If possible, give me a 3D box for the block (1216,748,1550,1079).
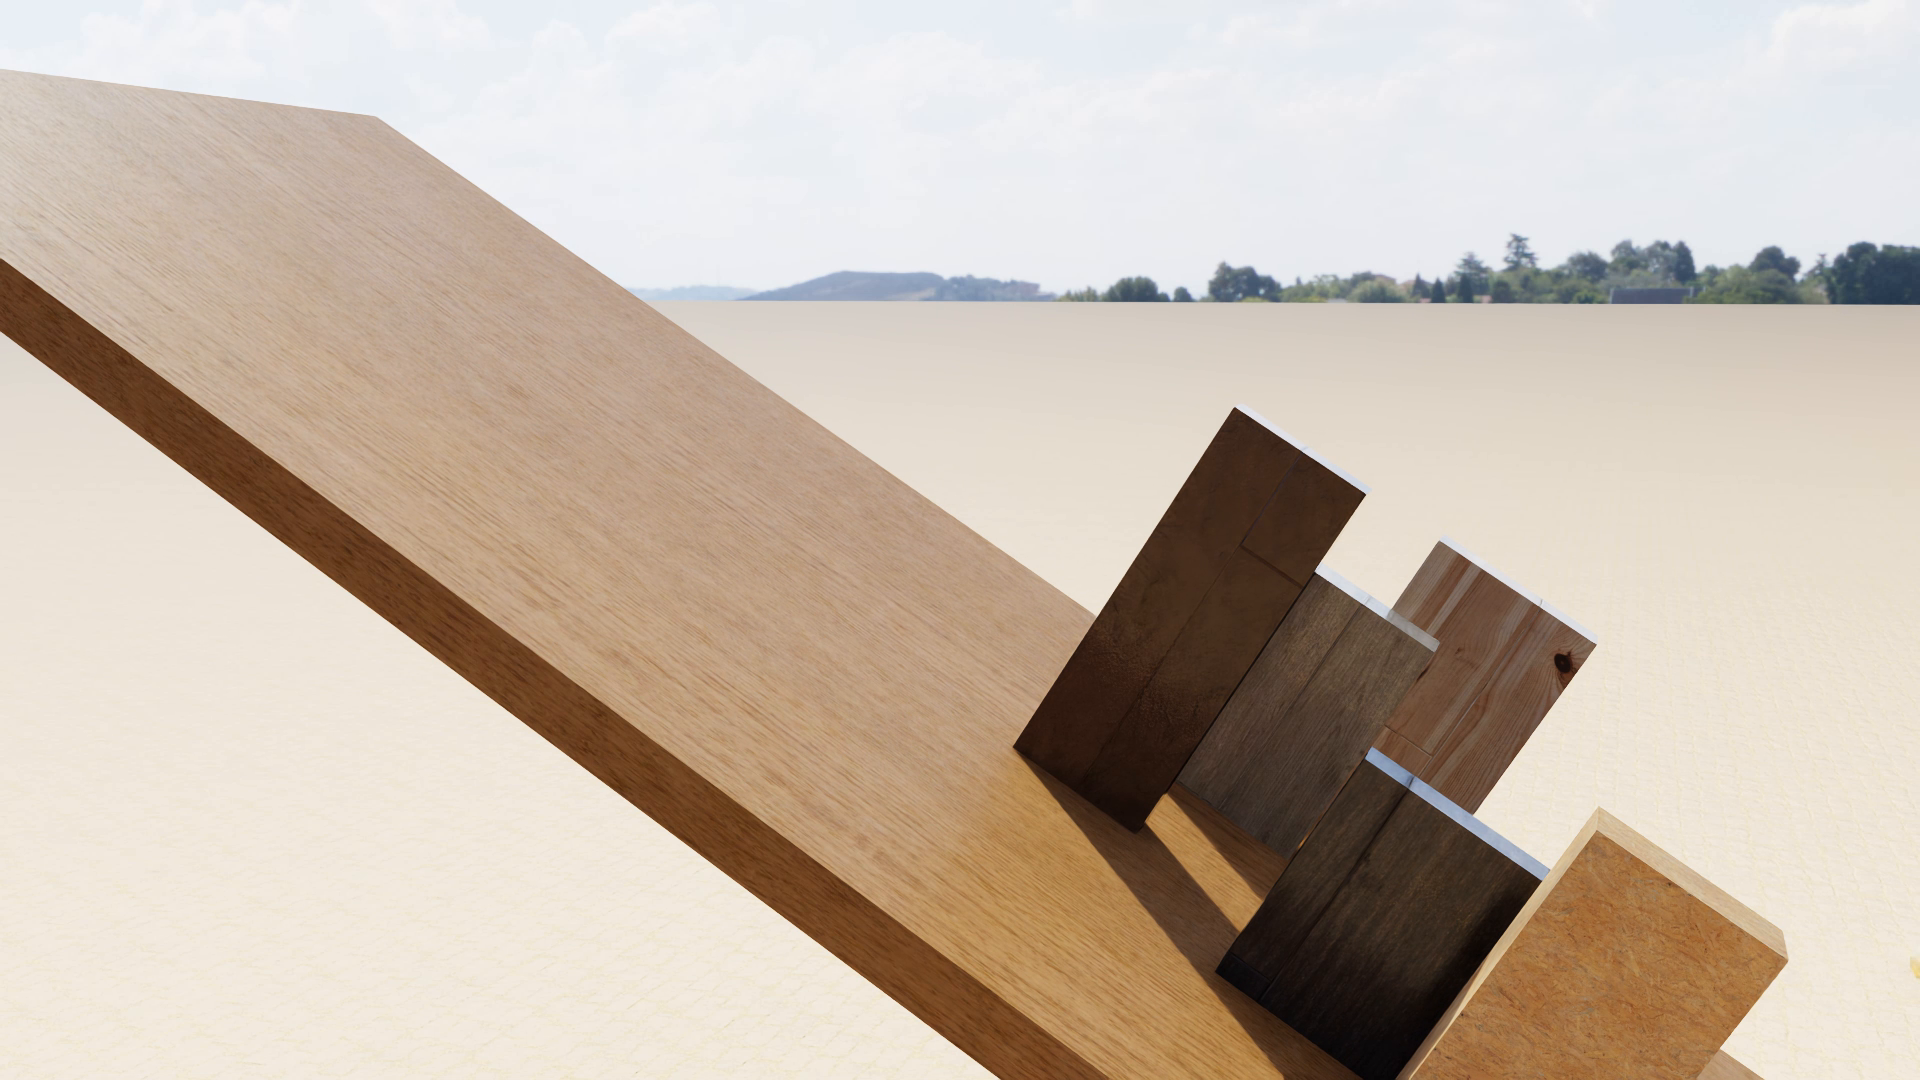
[{"bbox_3d":[0.682,0.616,3.497,0.366,0.433,0.094,35,15,11],"label":"block"}]

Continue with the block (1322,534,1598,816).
[{"bbox_3d":[0.990,0.352,4.593,0.376,0.617,0.115,35,15,11],"label":"block"}]

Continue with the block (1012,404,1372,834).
[{"bbox_3d":[0.403,0.142,3.869,0.269,0.732,0.089,35,15,11],"label":"block"}]

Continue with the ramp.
[{"bbox_3d":[-0.141,0.235,4.106,4.000,0.100,2.000,35,15,11],"label":"ramp"}]

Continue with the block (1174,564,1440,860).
[{"bbox_3d":[0.621,0.299,4.262,0.385,0.497,0.122,35,15,11],"label":"block"}]

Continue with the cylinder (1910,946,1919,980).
[{"bbox_3d":[2.539,1.110,5.695,0.110,0.110,0.110,0,7,-1],"label":"cylinder"}]

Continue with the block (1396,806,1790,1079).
[{"bbox_3d":[0.864,0.727,3.150,0.303,0.614,0.145,35,15,11],"label":"block"}]
